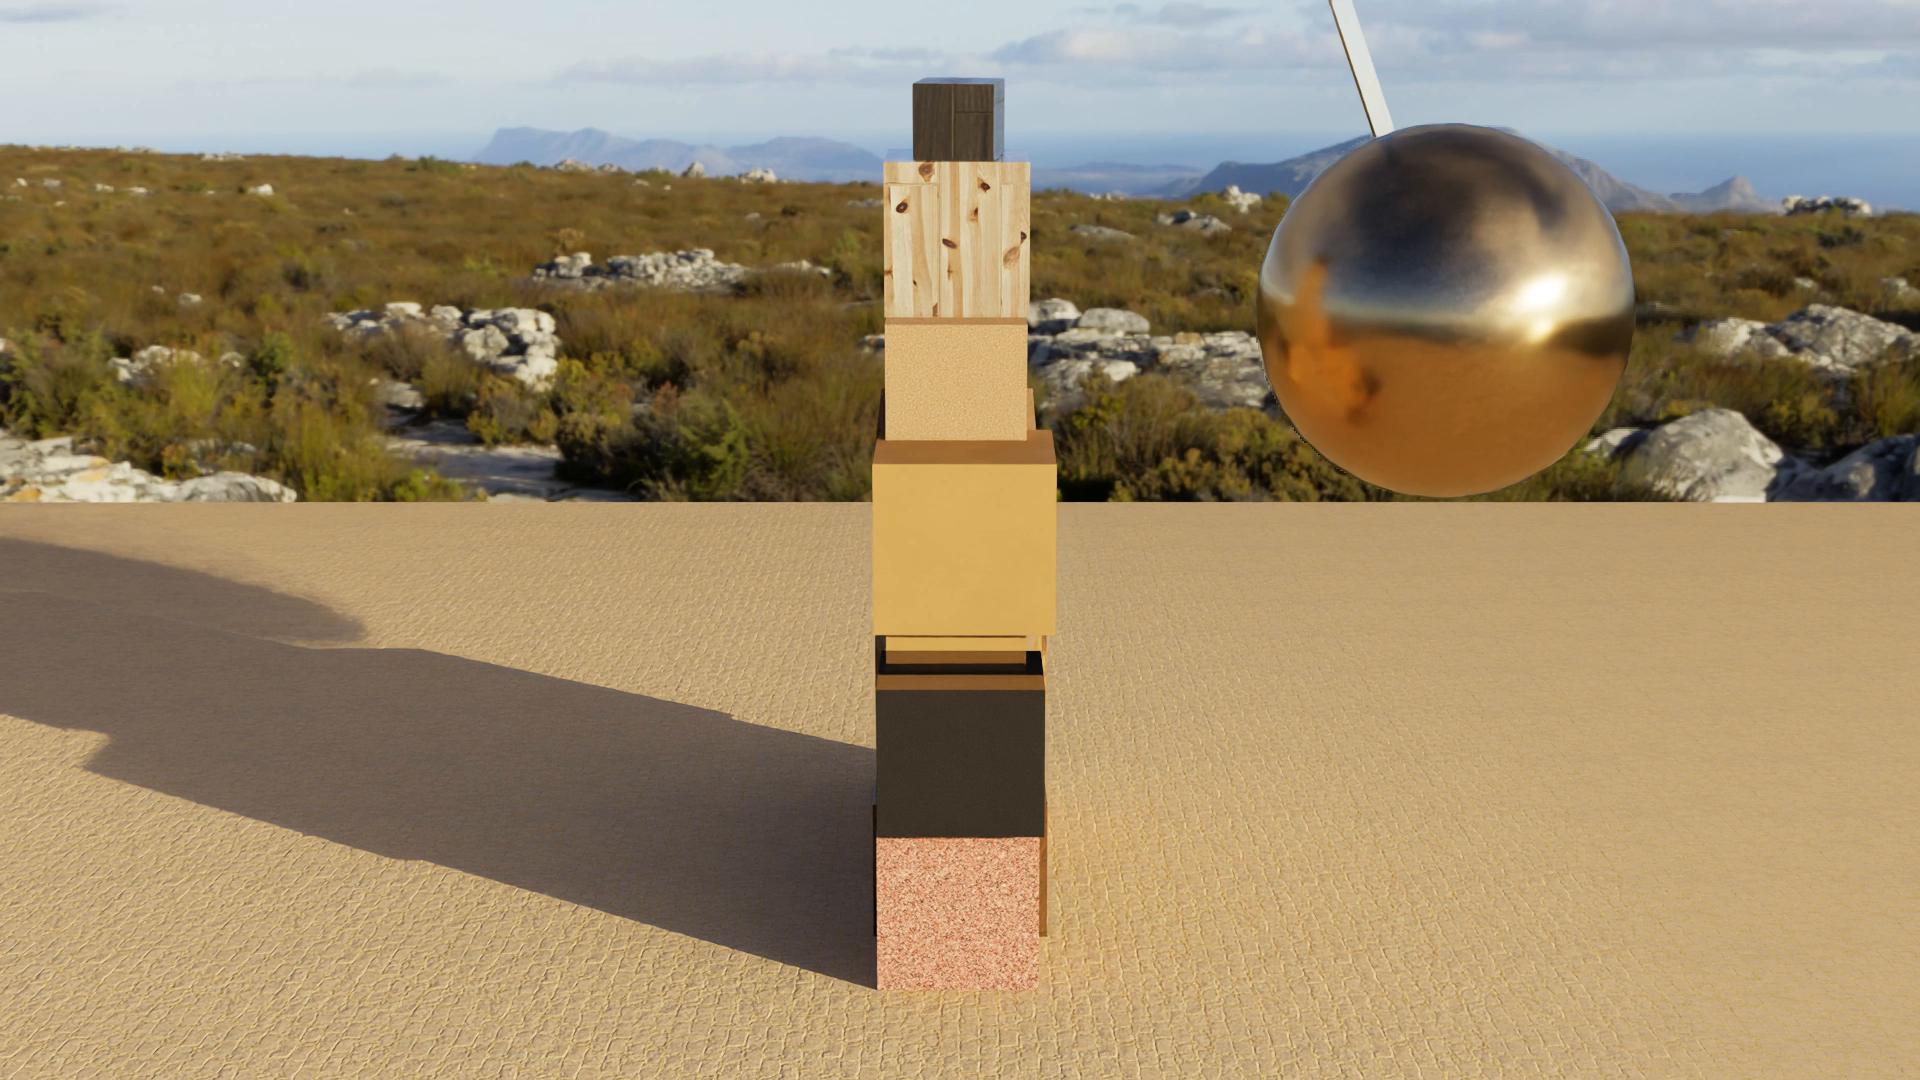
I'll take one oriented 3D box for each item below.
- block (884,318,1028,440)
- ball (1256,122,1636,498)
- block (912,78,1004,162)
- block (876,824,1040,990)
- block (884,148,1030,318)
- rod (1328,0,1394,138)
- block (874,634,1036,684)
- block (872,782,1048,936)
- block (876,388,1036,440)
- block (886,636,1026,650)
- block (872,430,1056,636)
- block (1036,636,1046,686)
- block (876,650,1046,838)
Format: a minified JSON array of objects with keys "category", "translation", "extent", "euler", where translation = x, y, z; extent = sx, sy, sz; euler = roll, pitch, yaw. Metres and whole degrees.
[{"category":"block","translation":[-0.015,-0.699,10.641],"extent":[0.574,0.474,0.547],"euler":[0,14,0]},{"category":"ball","translation":[2.074,-0.980,11.002],"extent":[1.600,1.600,1.600],"euler":[0,10,0]},{"category":"block","translation":[-0.003,-1.738,10.577],"extent":[0.331,0.308,0.382],"euler":[2,14,7]},{"category":"block","translation":[-0.008,1.372,10.204],"extent":[0.626,0.649,0.622],"euler":[0,10,0]},{"category":"block","translation":[-0.011,-1.290,10.725],"extent":[0.593,0.632,0.584],"euler":[0,14,0]},{"category":"rod","translation":[0.899,-4.119,10.431],"extent":[0.080,5.200,0.080],"euler":[-20,10,4]},{"category":"block","translation":[-0.017,0.537,11.245],"extent":[0.685,0.648,0.669],"euler":[0,15,0]},{"category":"block","translation":[0.001,1.293,10.882],"extent":[0.715,0.562,0.721],"euler":[0,10,0]},{"category":"block","translation":[-0.014,-0.191,11.130],"extent":[0.668,0.756,0.717],"euler":[0,20,0]},{"category":"block","translation":[-0.015,0.613,10.586],"extent":[0.558,0.674,0.627],"euler":[0,13,0]},{"category":"block","translation":[0.020,-0.041,10.391],"extent":[0.717,0.689,0.700],"euler":[0,14,0]},{"category":"block","translation":[0.004,0.355,11.918],"extent":[0.776,0.711,0.665],"euler":[0,10,0]},{"category":"block","translation":[0.004,0.784,9.981],"extent":[0.635,0.578,0.610],"euler":[0,12,0]}]
